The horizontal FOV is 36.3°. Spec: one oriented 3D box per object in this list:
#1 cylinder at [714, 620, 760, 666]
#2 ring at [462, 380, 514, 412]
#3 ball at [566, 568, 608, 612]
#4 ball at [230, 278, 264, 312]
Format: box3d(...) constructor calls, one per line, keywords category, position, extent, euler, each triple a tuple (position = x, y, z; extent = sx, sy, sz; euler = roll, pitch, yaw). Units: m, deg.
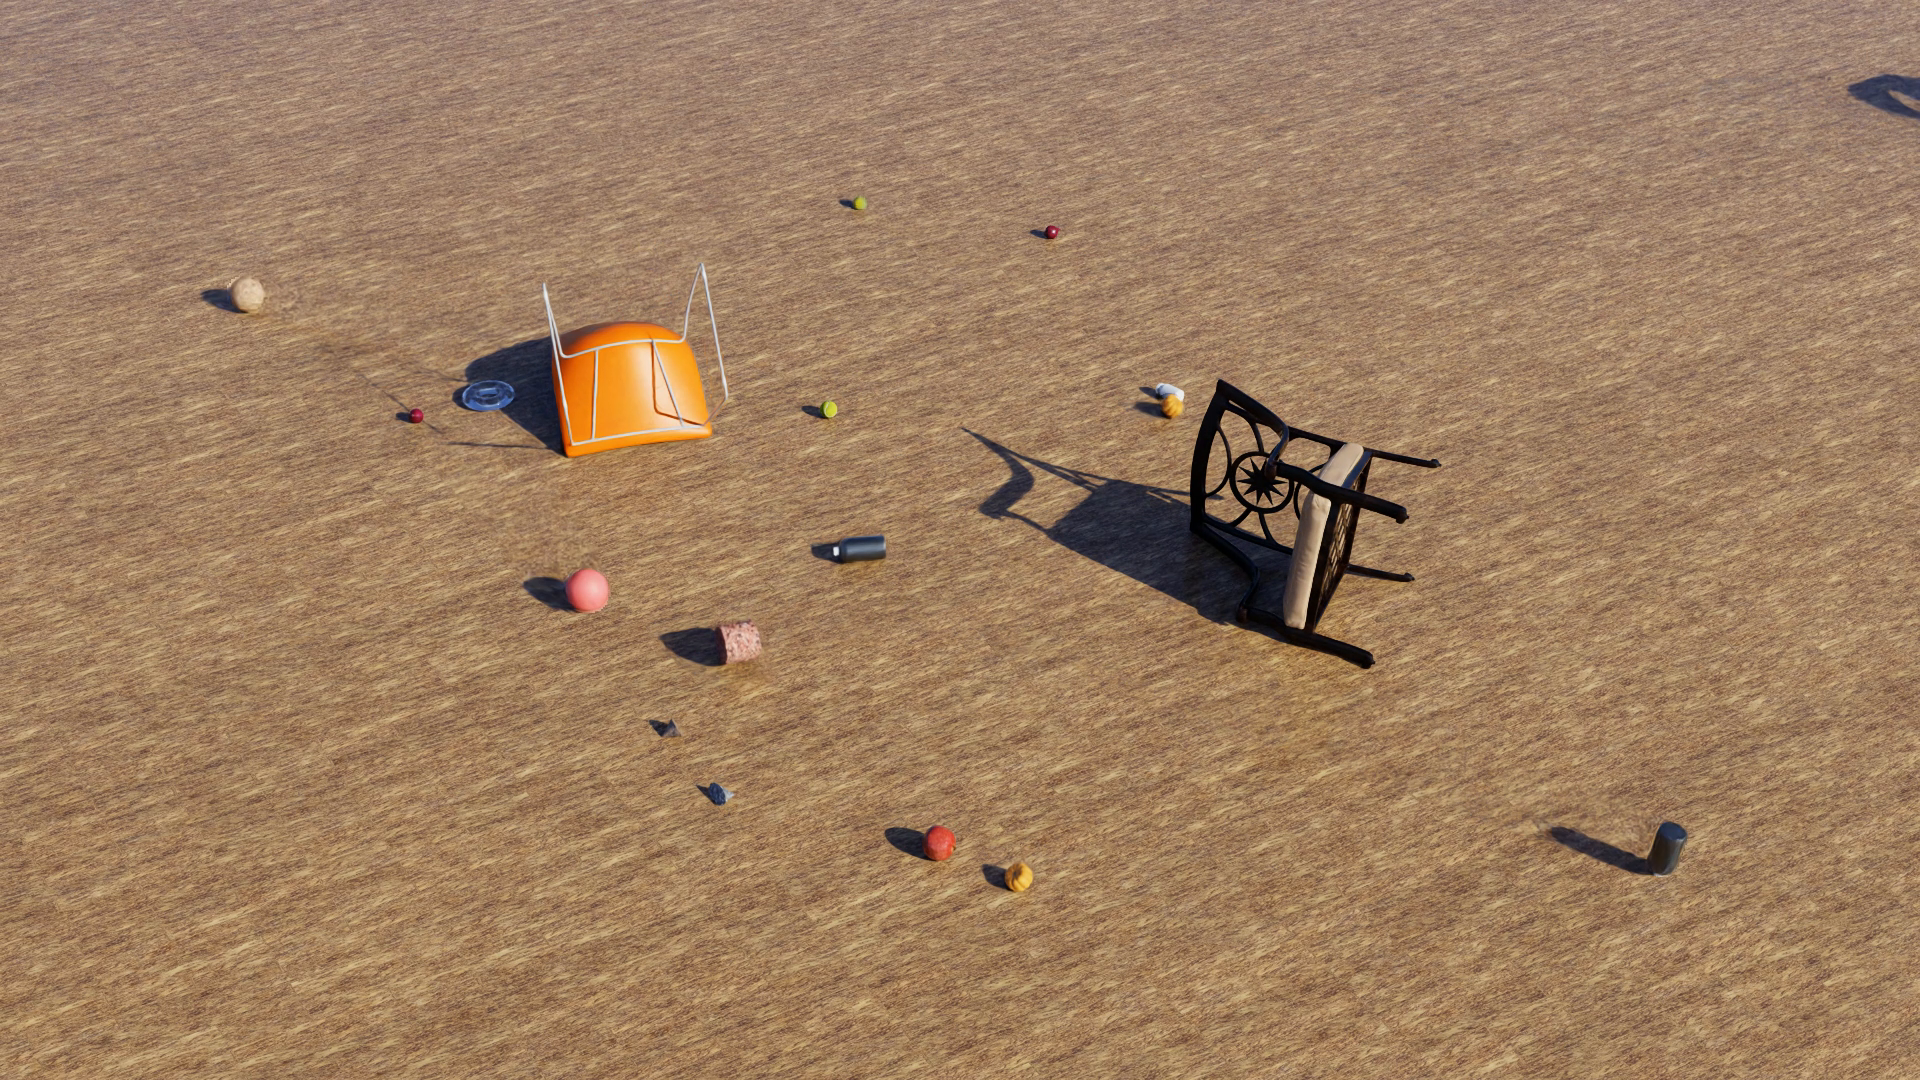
box3d(category="cylinder", position=(-0.778, 0.359, 10.253), extent=(0.122, 0.137, 0.191), euler=(-11, -6, -16))
box3d(category="ring", position=(-1.895, -0.580, 11.781), extent=(0.207, 0.049, 0.213), euler=(26, 41, 35))
box3d(category="ball", position=(-1.339, 0.180, 10.531), extent=(0.155, 0.155, 0.155), euler=(0, 33, 0))
box3d(category="ball", position=(-3.012, -1.036, 12.385), extent=(0.146, 0.146, 0.146), euler=(0, 33, 0))
